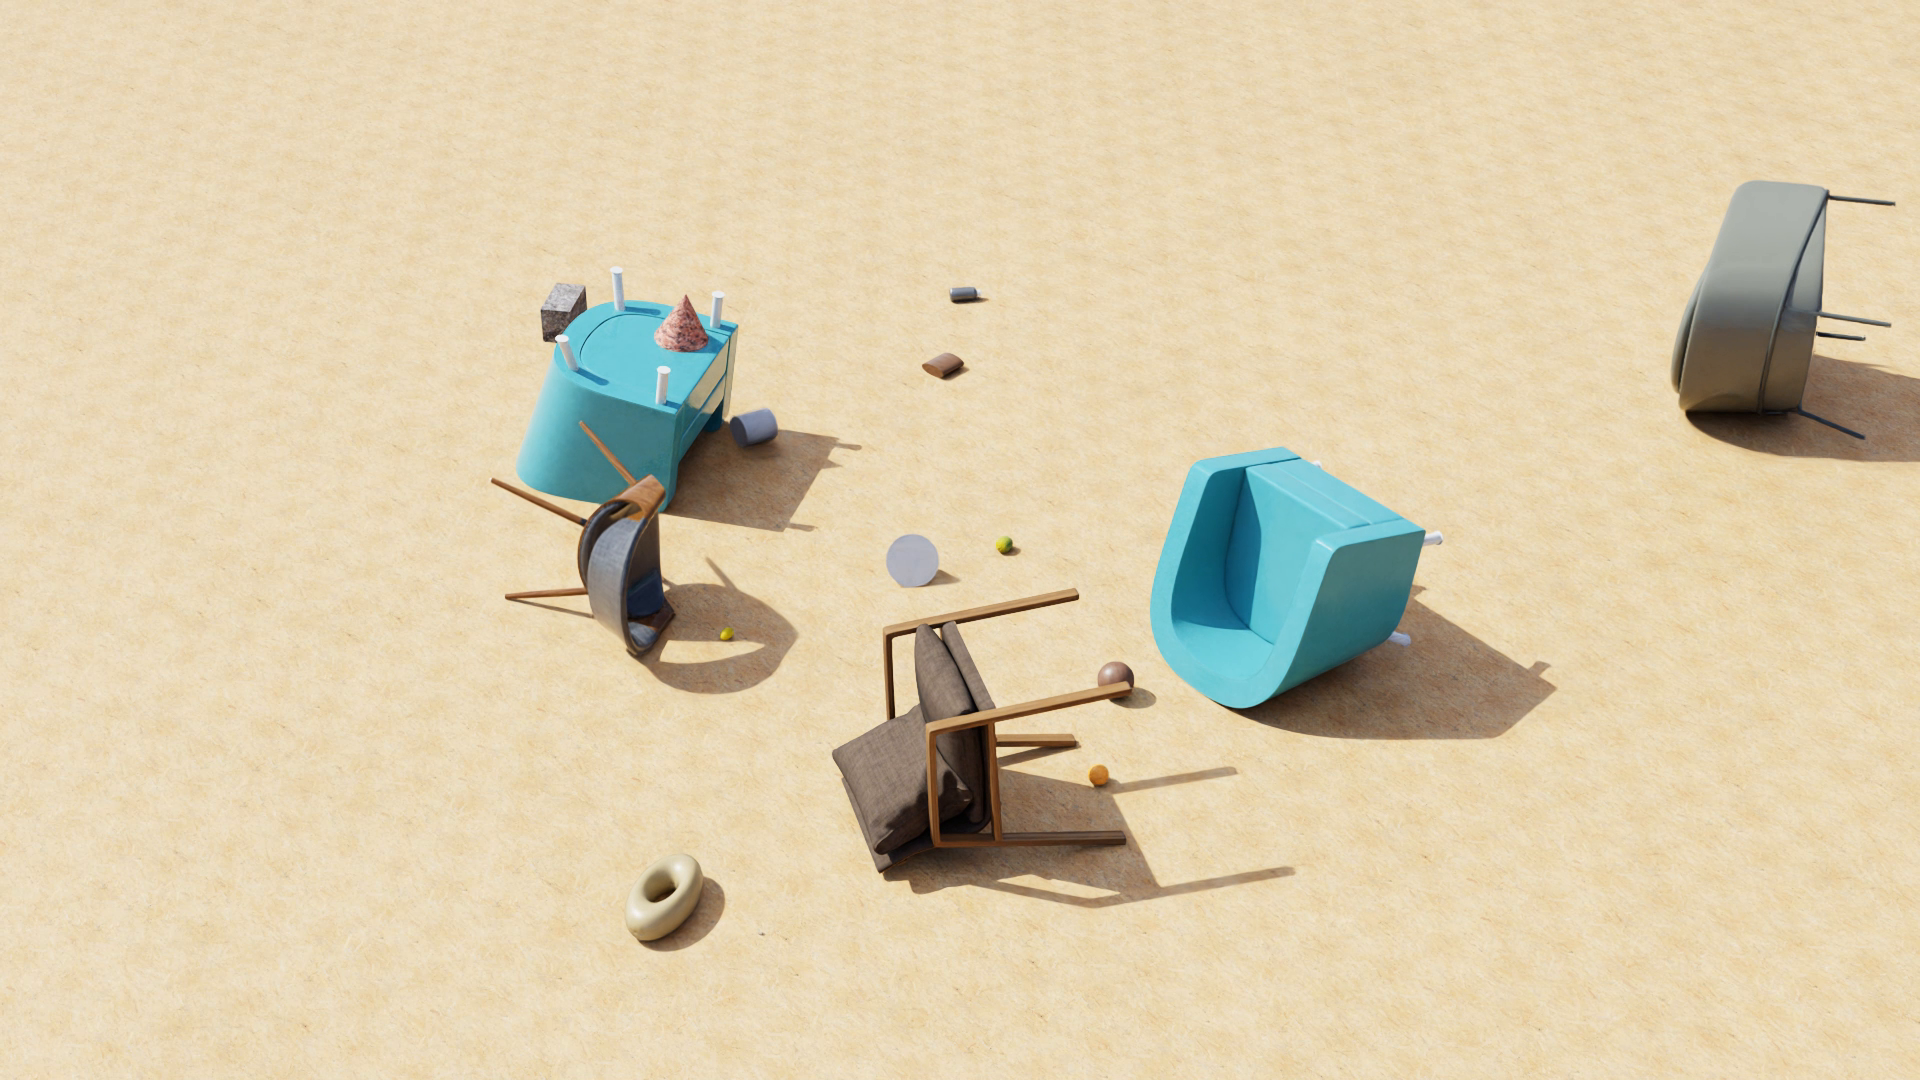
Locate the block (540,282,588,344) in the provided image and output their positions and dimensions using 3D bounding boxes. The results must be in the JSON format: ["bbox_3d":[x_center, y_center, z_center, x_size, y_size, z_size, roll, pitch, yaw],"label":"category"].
[{"bbox_3d":[-1.652,-0.947,12.242,0.126,0.153,0.233,5,34,8],"label":"block"}]

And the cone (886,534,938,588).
[{"bbox_3d":[-0.183,0.067,10.763,0.193,0.197,0.186,-27,7,-3],"label":"cone"}]

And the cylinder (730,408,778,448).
[{"bbox_3d":[-0.807,-0.439,11.487,0.134,0.125,0.166,-17,6,-24],"label":"cylinder"}]

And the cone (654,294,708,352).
[{"bbox_3d":[-1.056,-0.857,11.199,0.212,0.203,0.206,-22,46,-36],"label":"cone"}]

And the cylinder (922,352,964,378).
[{"bbox_3d":[-0.070,-0.716,11.987,0.122,0.048,0.125,25,41,36],"label":"cylinder"}]

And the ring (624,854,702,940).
[{"bbox_3d":[-0.924,1.113,9.154,0.207,0.114,0.380,10,34,17],"label":"ring"}]
